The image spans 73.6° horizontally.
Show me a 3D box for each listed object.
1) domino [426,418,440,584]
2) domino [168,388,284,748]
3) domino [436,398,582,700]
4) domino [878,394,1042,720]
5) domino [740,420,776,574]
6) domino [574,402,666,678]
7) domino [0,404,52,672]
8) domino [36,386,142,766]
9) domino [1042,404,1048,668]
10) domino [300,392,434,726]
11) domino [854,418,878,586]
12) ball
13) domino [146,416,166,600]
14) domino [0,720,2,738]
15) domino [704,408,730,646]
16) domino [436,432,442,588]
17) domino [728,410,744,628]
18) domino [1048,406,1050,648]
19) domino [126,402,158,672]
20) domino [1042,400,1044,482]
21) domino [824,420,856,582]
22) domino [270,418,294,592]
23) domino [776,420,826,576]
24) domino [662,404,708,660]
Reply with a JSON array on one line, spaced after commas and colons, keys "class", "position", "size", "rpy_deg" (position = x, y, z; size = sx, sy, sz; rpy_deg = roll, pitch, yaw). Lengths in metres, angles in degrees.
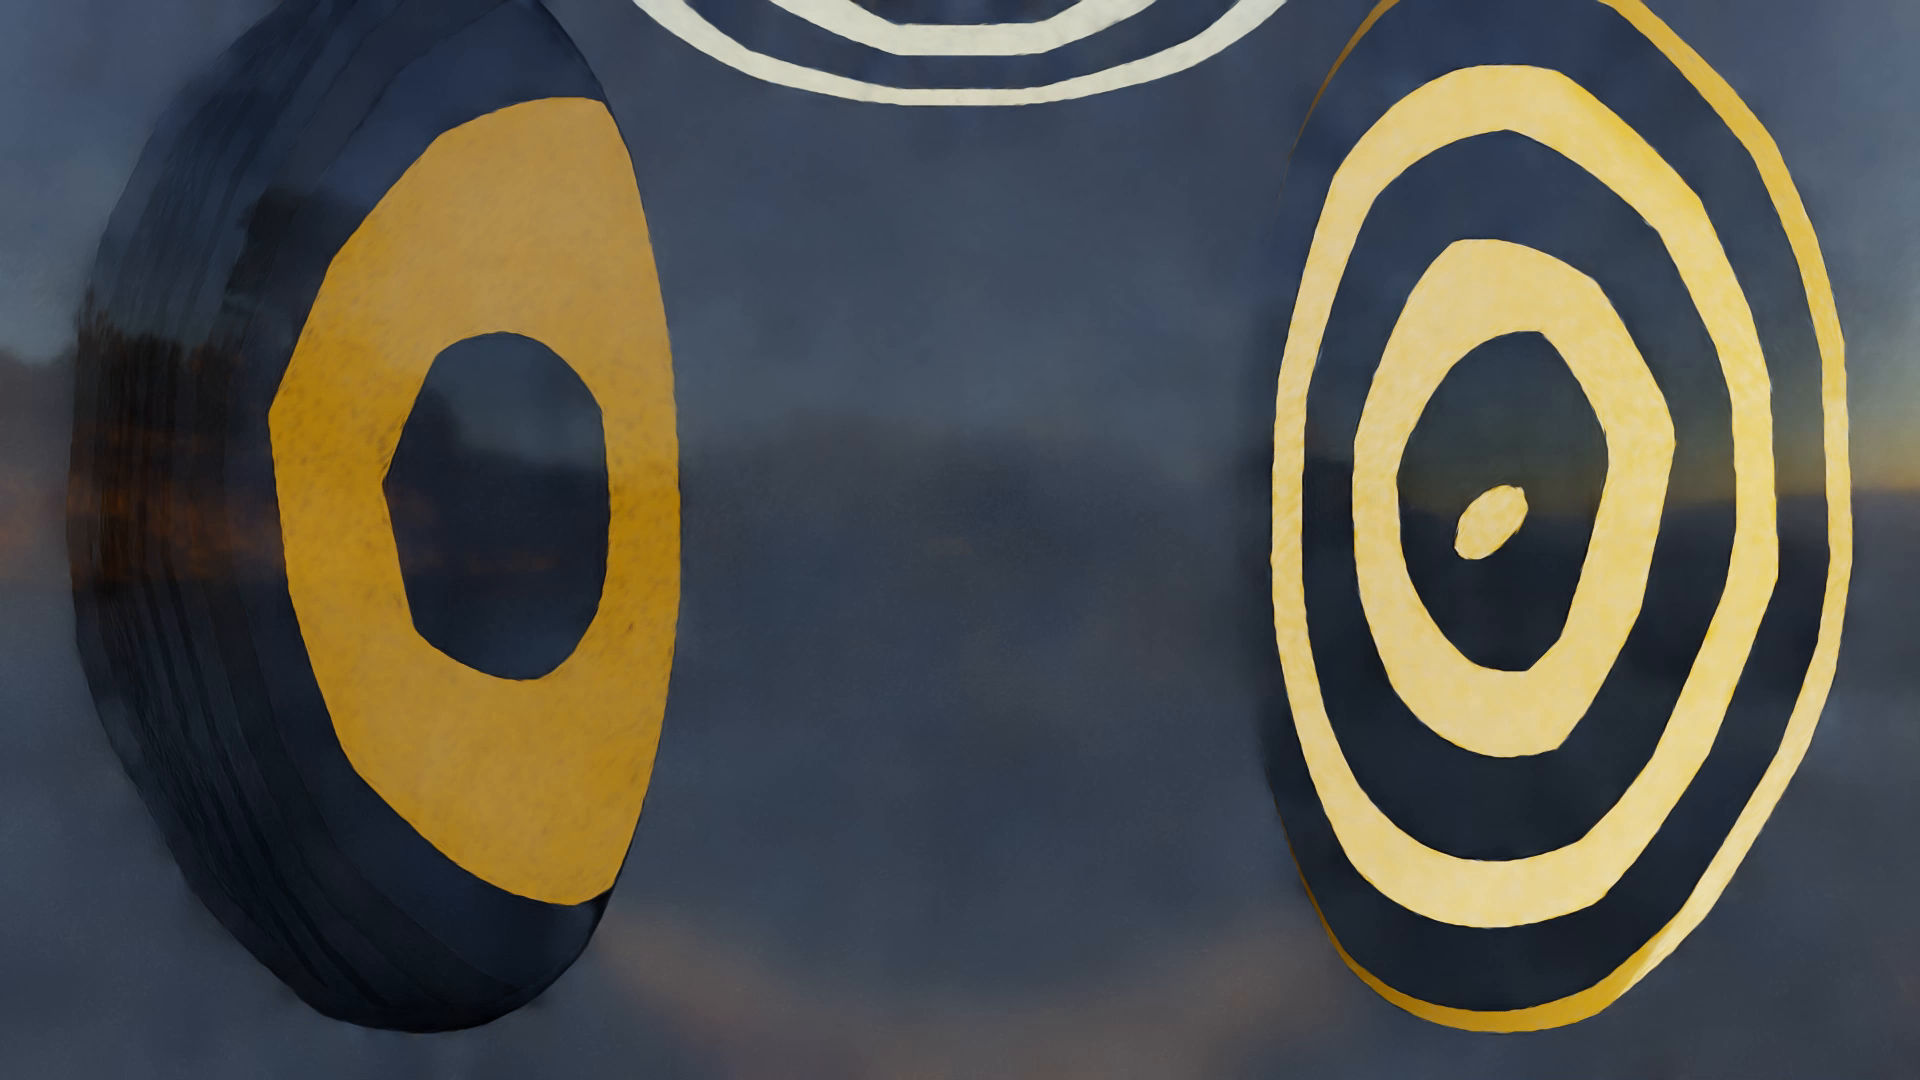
[{"class": "domino", "position": [-0.165, -0.011, 0.387], "size": [0.009, 0.050, 0.025], "rpy_deg": [0, 4, -5]}, {"class": "domino", "position": [-0.109, 0.003, 0.190], "size": [0.010, 0.050, 0.025], "rpy_deg": [-3, 5, -38]}, {"class": "domino", "position": [-0.078, 0.001, 0.222], "size": [0.025, 0.050, 0.009], "rpy_deg": [3, 5, 34]}, {"class": "domino", "position": [0.000, 0.002, 0.201], "size": [0.025, 0.050, 0.009], "rpy_deg": [0, 4, 0]}, {"class": "domino", "position": [-0.061, -0.015, 0.432], "size": [0.010, 0.050, 0.025], "rpy_deg": [3, 5, 35]}, {"class": "domino", "position": [-0.069, 0.000, 0.241], "size": [0.025, 0.050, 0.009], "rpy_deg": [2, 5, 19]}, {"class": "domino", "position": [-0.184, -0.001, 0.241], "size": [0.009, 0.050, 0.025], "rpy_deg": [0, 4, 0]}, {"class": "domino", "position": [-0.122, 0.004, 0.181], "size": [0.010, 0.050, 0.025], "rpy_deg": [-3, 5, -32]}, {"class": "domino", "position": [0.004, -0.001, 0.247], "size": [0.025, 0.050, 0.009], "rpy_deg": [0, 4, 6]}, {"class": "domino", "position": [-0.094, 0.002, 0.203], "size": [0.025, 0.050, 0.010], "rpy_deg": [4, 6, 45]}, {"class": "domino", "position": [-0.019, -0.012, 0.393], "size": [0.025, 0.050, 0.010], "rpy_deg": [-3, 6, -39]}, {"class": "ball", "position": [0.000, -0.002, 0.056], "size": [0.080, 0.080, 0.080], "rpy_deg": [0, 4, 0]}, {"class": "domino", "position": [-0.231, -0.009, 0.354], "size": [0.025, 0.050, 0.010], "rpy_deg": [3, 5, 34]}, {"class": "domino", "position": [-0.139, 0.005, 0.172], "size": [0.009, 0.050, 0.025], "rpy_deg": [-2, 5, -24]}, {"class": "domino", "position": [-0.063, -0.003, 0.274], "size": [0.025, 0.050, 0.010], "rpy_deg": [0, 4, 2]}, {"class": "domino", "position": [-0.146, -0.011, 0.386], "size": [0.009, 0.050, 0.025], "rpy_deg": [1, 4, 9]}, {"class": "domino", "position": [-0.064, -0.005, 0.298], "size": [0.025, 0.050, 0.009], "rpy_deg": [0, 4, -6]}, {"class": "domino", "position": [0.006, -0.002, 0.264], "size": [0.025, 0.050, 0.009], "rpy_deg": [0, 4, 5]}, {"class": "domino", "position": [-0.162, -0.001, 0.247], "size": [0.009, 0.050, 0.025], "rpy_deg": [-3, 5, -37]}, {"class": "domino", "position": [0.002, 0.001, 0.225], "size": [0.025, 0.050, 0.009], "rpy_deg": [0, 4, 6]}, {"class": "domino", "position": [-0.030, -0.013, 0.405], "size": [0.025, 0.050, 0.010], "rpy_deg": [-4, 6, -44]}, {"class": "domino", "position": [-0.203, -0.011, 0.377], "size": [0.010, 0.050, 0.025], "rpy_deg": [-2, 5, -24]}, {"class": "domino", "position": [-0.048, -0.014, 0.421], "size": [0.010, 0.050, 0.025], "rpy_deg": [4, 6, 39]}, {"class": "domino", "position": [-0.065, -0.002, 0.257], "size": [0.025, 0.050, 0.010], "rpy_deg": [1, 4, 10]}]
